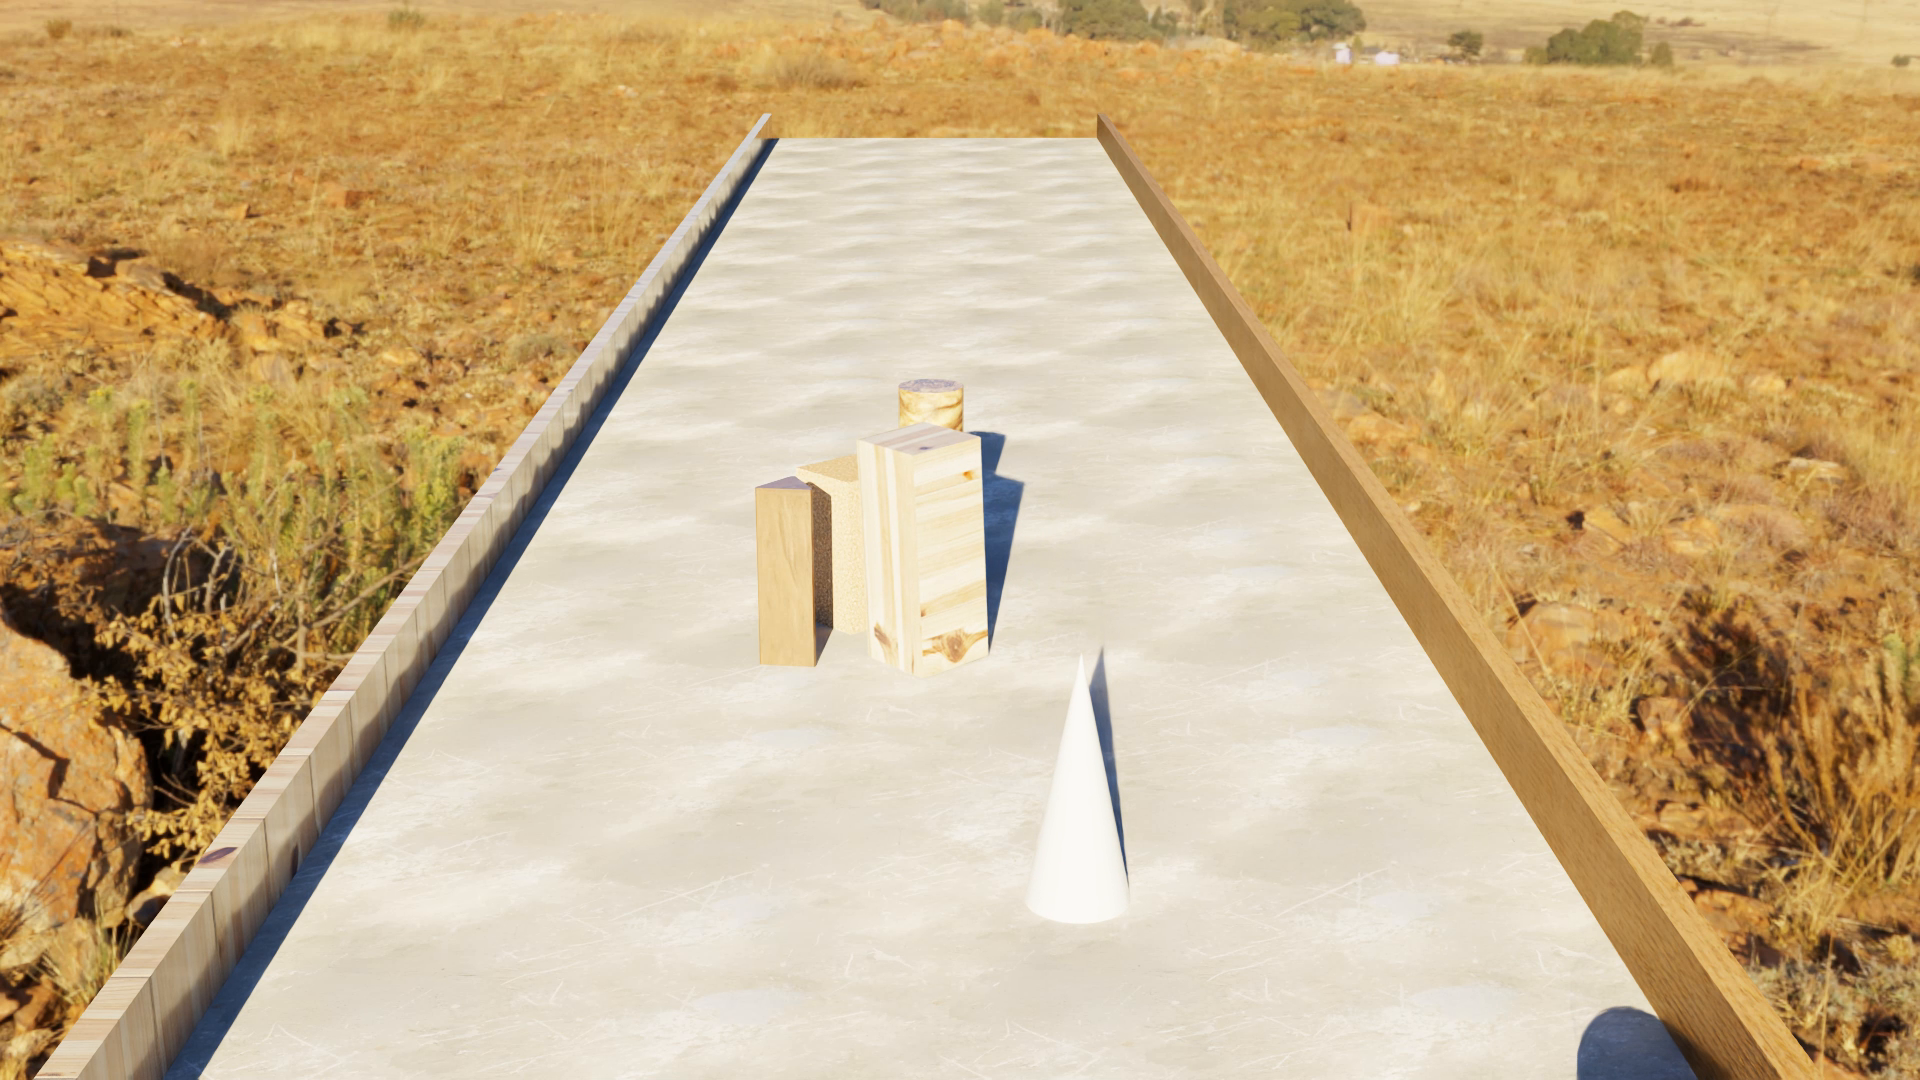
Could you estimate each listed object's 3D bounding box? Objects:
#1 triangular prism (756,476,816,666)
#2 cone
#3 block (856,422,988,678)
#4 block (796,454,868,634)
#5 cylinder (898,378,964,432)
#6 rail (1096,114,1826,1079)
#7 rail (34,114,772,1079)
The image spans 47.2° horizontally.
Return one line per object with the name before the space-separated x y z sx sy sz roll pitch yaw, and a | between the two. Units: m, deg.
triangular prism | -0.337 0.061 4.379 0.112 0.366 0.097 2 17 7
cone | 0.180 0.359 3.316 0.164 0.401 0.164 0 17 0
block | -0.072 0.018 4.354 0.171 0.456 0.171 -18 24 -38
block | -0.223 0.006 4.634 0.170 0.326 0.170 -15 22 -41
cylinder | -0.064 -0.127 4.883 0.144 0.440 0.144 0 17 0
rail | 0.932 -0.844 7.801 0.050 0.150 12.000 0 17 -1
rail | -1.118 -0.838 7.780 0.050 0.150 12.000 0 17 -1
